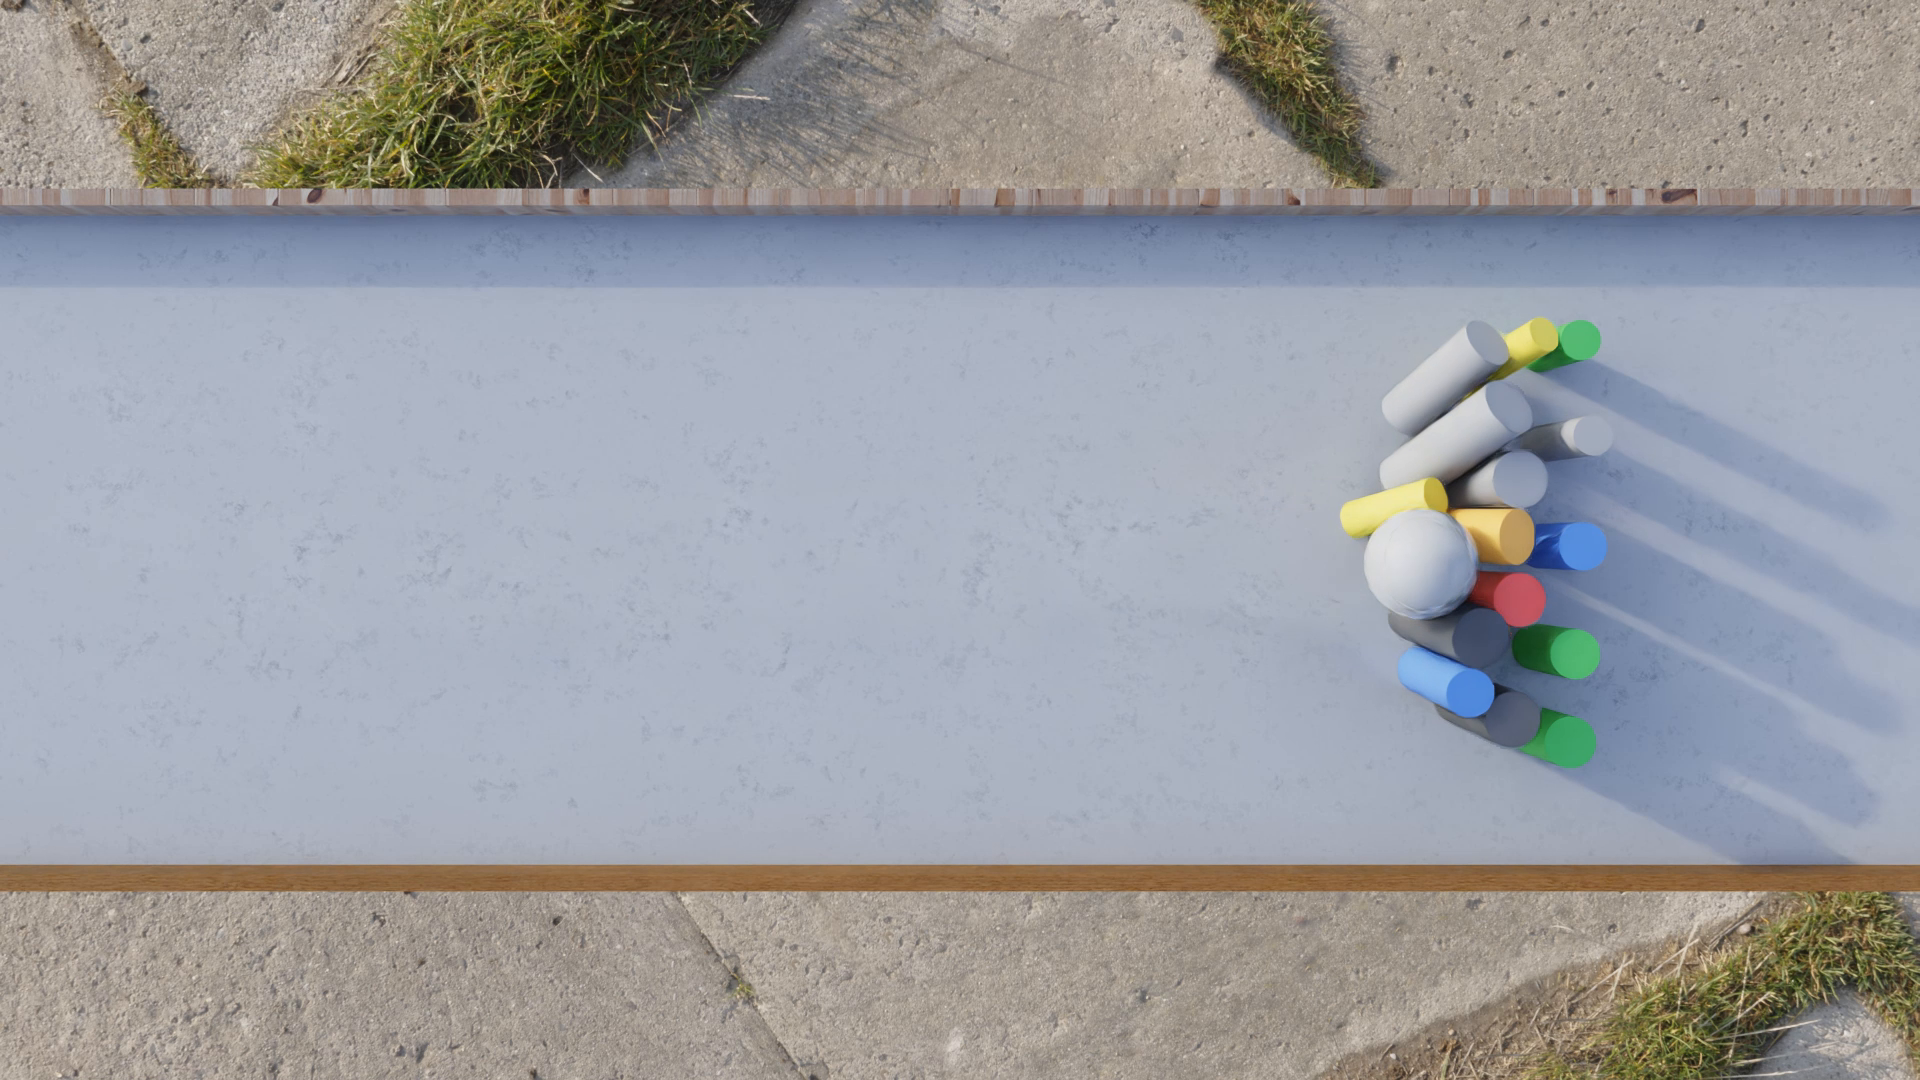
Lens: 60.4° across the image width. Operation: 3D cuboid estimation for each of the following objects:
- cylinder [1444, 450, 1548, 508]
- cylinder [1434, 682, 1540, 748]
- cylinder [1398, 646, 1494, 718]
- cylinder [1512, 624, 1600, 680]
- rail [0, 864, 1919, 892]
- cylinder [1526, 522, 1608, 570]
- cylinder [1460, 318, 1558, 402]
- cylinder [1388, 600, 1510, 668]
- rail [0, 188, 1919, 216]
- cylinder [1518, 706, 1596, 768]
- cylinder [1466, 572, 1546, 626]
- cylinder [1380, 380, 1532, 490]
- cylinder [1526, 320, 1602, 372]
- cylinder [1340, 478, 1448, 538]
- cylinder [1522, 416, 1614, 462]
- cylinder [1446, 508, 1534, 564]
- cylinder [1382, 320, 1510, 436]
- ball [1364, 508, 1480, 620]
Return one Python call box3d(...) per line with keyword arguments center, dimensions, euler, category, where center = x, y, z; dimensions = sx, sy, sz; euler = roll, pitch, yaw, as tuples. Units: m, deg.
box3d(center=(1.577, -0.173, 4.887), dimensions=(0.167, 0.360, 0.167), euler=(0, 89, -8), category="cylinder")
box3d(center=(1.549, 0.496, 4.868), dimensions=(0.162, 0.403, 0.162), euler=(0, 94, -4), category="cylinder")
box3d(center=(1.424, 0.414, 4.856), dimensions=(0.138, 0.429, 0.138), euler=(0, 95, -3), category="cylinder")
box3d(center=(1.771, 0.329, 4.911), dimensions=(0.145, 0.331, 0.145), euler=(0, 90, 0), category="cylinder")
box3d(center=(-2.247, 1.025, 5.001), dimensions=(12.000, 0.150, 0.050), euler=(0, 90, 0), category="rail")
box3d(center=(1.786, 0.019, 4.901), dimensions=(0.138, 0.351, 0.138), euler=(0, 90, 0), category="cylinder")
box3d(center=(1.595, -0.529, 4.885), dimensions=(0.106, 0.382, 0.106), euler=(9, 68, -23), category="cylinder")
box3d(center=(1.431, 0.249, 4.856), dimensions=(0.174, 0.411, 0.174), euler=(-2, 98, -11), category="cylinder")
box3d(center=(-2.247, -1.025, 5.002), dimensions=(12.000, 0.150, 0.050), euler=(0, 90, 0), category="rail")
box3d(center=(1.768, 0.586, 4.926), dimensions=(0.150, 0.300, 0.150), euler=(0, 90, 0), category="cylinder")
box3d(center=(1.577, 0.171, 4.883), dimensions=(0.154, 0.376, 0.154), euler=(0, 90, -5), category="cylinder")
box3d(center=(1.450, -0.279, 4.845), dimensions=(0.171, 0.457, 0.171), euler=(14, 57, -23), category="cylinder")
box3d(center=(1.782, -0.574, 4.905), dimensions=(0.116, 0.343, 0.116), euler=(0, 90, 0), category="cylinder")
box3d(center=(1.292, -0.093, 4.917), dimensions=(0.115, 0.302, 0.115), euler=(12, 70, -36), category="cylinder")
box3d(center=(1.784, -0.295, 4.860), dimensions=(0.114, 0.433, 0.114), euler=(0, 90, 0), category="cylinder")
box3d(center=(1.473, -0.014, 4.864), dimensions=(0.160, 0.406, 0.160), euler=(-1, 92, -34), category="cylinder")
box3d(center=(1.433, -0.474, 4.883), dimensions=(0.157, 0.379, 0.157), euler=(16, 53, -22), category="cylinder")
box3d(center=(1.314, 0.067, 4.697), dimensions=(0.318, 0.318, 0.318), euler=(0, 90, 0), category="ball")
